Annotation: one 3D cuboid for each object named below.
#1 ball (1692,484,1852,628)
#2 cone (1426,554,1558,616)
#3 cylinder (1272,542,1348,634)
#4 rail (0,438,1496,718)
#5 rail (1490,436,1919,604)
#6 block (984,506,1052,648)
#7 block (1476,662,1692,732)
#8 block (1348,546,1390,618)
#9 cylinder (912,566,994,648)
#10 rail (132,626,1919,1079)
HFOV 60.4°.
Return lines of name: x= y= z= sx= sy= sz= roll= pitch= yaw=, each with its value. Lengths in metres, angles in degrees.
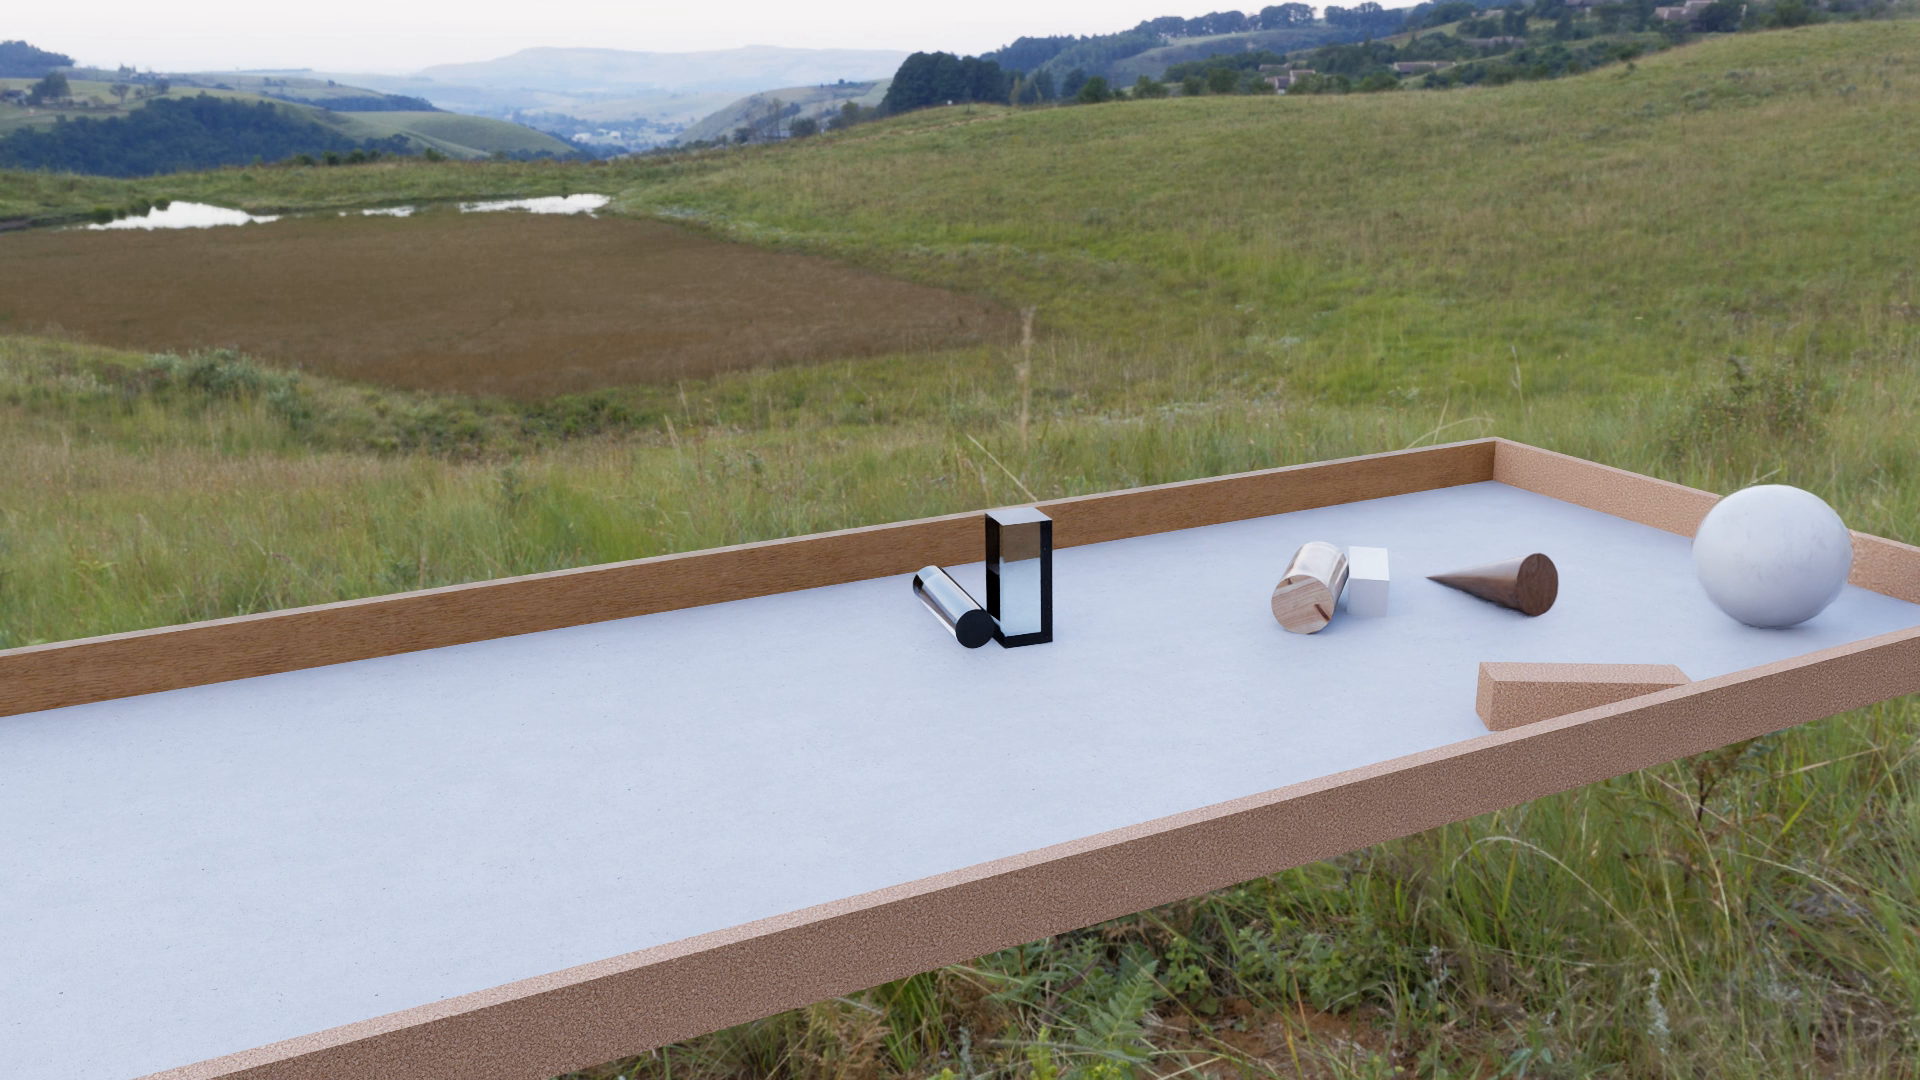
ball: x=2.220 y=0.043 z=4.512 sx=0.393 sy=0.393 sz=0.393 roll=0 pitch=16 yaw=0
cone: x=1.509 y=0.119 z=4.796 sx=0.177 sy=0.177 sz=0.415 roll=-10 pitch=7 yaw=-31
cylinder: x=0.983 y=0.130 z=4.616 sx=0.167 sy=0.167 sz=0.340 roll=6 pitch=17 yaw=19
rail: x=-3.305 y=0.497 z=3.399 sx=12.000 sy=0.150 sz=0.050 roll=-9 pitch=18 yaw=-27
rail: x=2.466 y=-0.048 z=5.253 sx=0.050 sy=0.150 sz=2.100 roll=-9 pitch=18 yaw=-27
block: x=0.157 y=0.099 z=4.407 sx=0.138 sy=0.341 sz=0.138 roll=-7 pitch=18 yaw=-18
block: x=1.463 y=0.370 z=3.873 sx=0.457 sy=0.125 sz=0.125 roll=1 pitch=16 yaw=2
block: x=1.177 y=0.117 z=4.764 sx=0.108 sy=0.108 sz=0.319 roll=4 pitch=17 yaw=12
cylinder: x=-0.022 y=0.180 z=4.546 sx=0.110 sy=0.110 sz=0.404 roll=-5 pitch=17 yaw=-17
rail: x=-2.336 y=1.006 z=1.665 sx=12.000 sy=0.150 sz=0.050 roll=-9 pitch=18 yaw=-27
